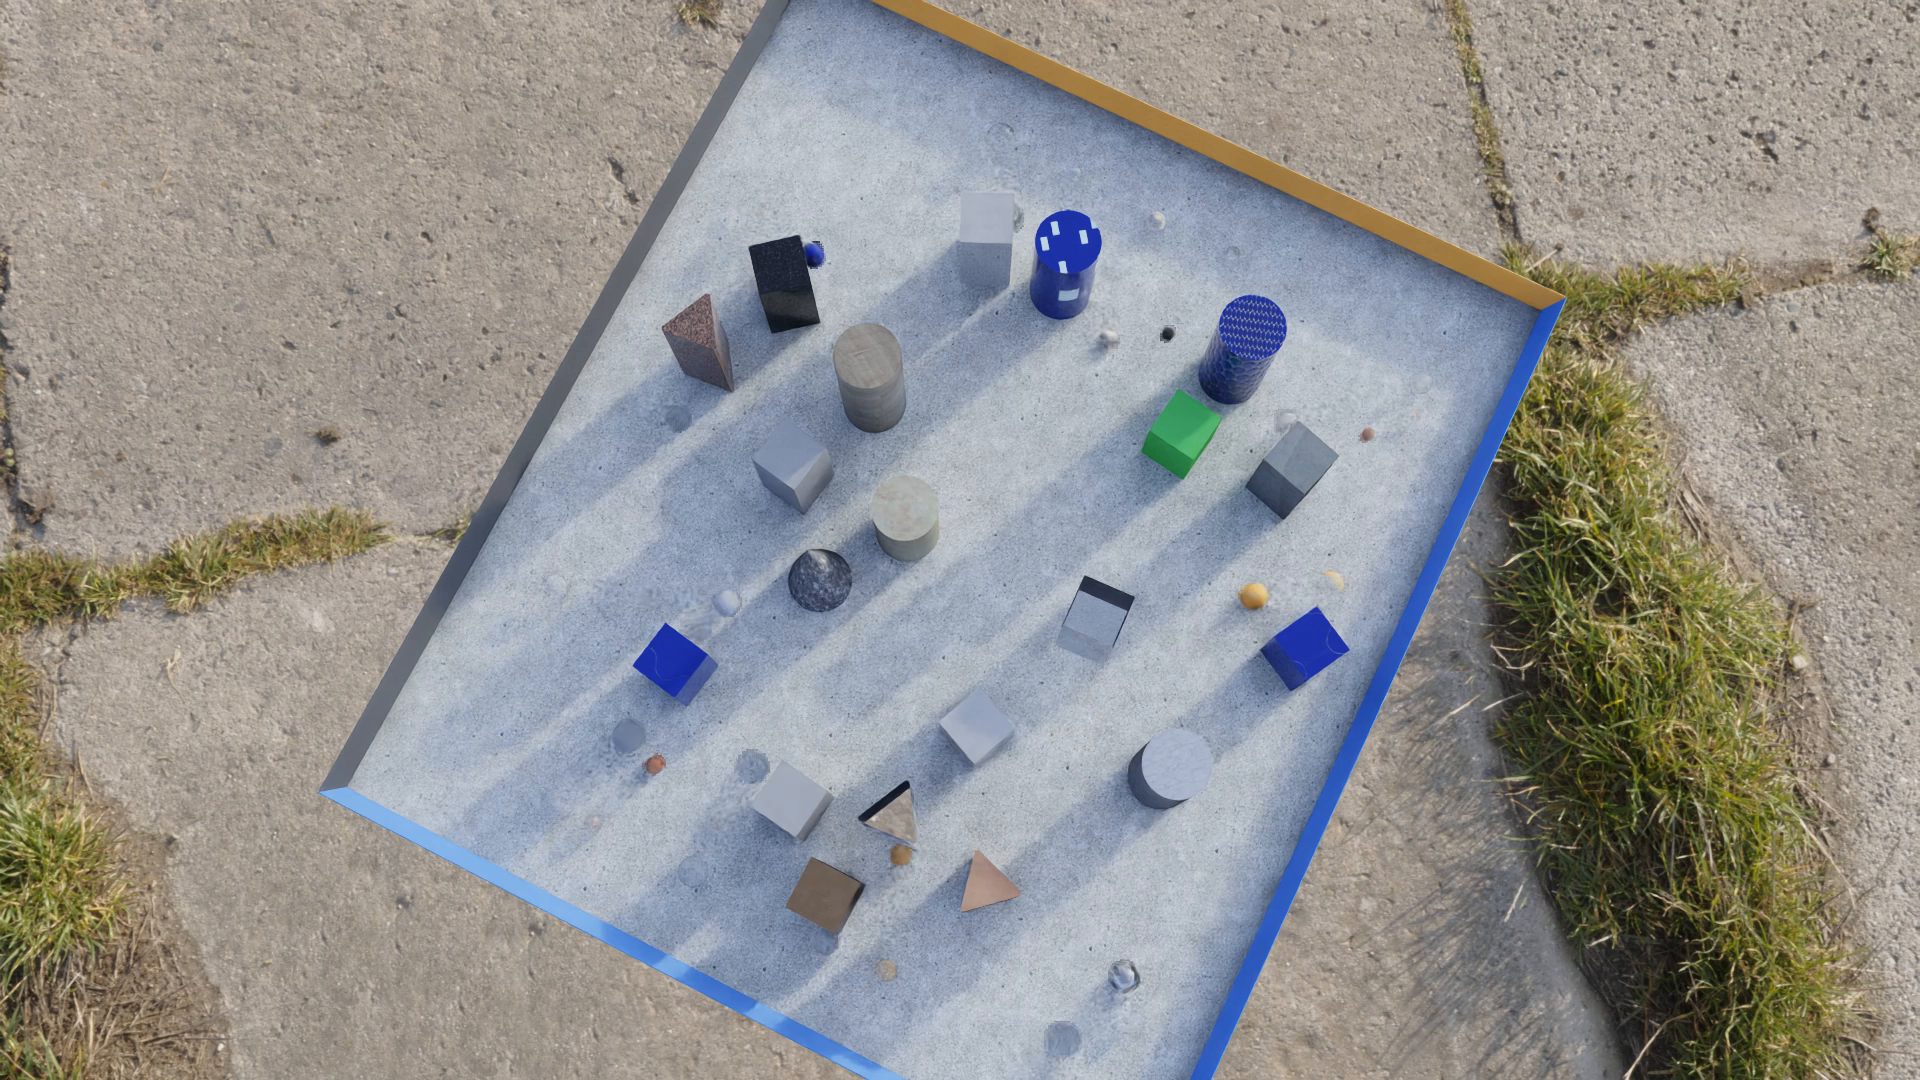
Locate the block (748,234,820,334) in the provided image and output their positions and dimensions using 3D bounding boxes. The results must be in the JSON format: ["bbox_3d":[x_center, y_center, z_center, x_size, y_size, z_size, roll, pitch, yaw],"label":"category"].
[{"bbox_3d":[-0.533,-0.776,5.592,0.157,0.363,0.157,-13,79,-3],"label":"block"}]

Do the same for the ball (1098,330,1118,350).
[{"bbox_3d":[0.460,-0.621,5.713,0.063,0.063,0.063,0,78,0],"label":"ball"}]

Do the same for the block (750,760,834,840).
[{"bbox_3d":[-0.482,0.758,5.310,0.157,0.294,0.157,34,80,7],"label":"block"}]

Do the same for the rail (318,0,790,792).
[{"bbox_3d":[-1.172,-0.567,5.668,0.045,0.127,3.028,26,80,5],"label":"rail"}]

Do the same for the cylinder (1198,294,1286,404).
[{"bbox_3d":[0.842,-0.564,5.495,0.196,0.468,0.196,0,78,0],"label":"cylinder"}]

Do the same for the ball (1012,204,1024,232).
[{"bbox_3d":[0.151,-1.015,5.772,0.096,0.096,0.096,0,78,0],"label":"ball"}]

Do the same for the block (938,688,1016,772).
[{"bbox_3d":[0.049,0.556,5.366,0.157,0.265,0.157,-39,81,-7],"label":"block"}]

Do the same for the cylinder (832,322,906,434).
[{"bbox_3d":[-0.265,-0.477,5.466,0.196,0.488,0.196,0,78,0],"label":"cylinder"}]

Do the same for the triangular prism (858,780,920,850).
[{"bbox_3d":[-0.171,0.769,5.209,0.170,0.486,0.147,22,79,4],"label":"triangular prism"}]

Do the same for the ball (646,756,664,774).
[{"bbox_3d":[-0.908,0.670,5.449,0.055,0.055,0.055,0,78,0],"label":"ball"}]

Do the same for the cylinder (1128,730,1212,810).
[{"bbox_3d":[0.598,0.662,5.256,0.196,0.437,0.196,0,78,0],"label":"cylinder"}]

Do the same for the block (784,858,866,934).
[{"bbox_3d":[-0.383,1.020,5.257,0.157,0.290,0.157,27,80,5],"label":"block"}]

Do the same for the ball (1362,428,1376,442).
[{"bbox_3d":[1.261,-0.327,5.662,0.043,0.043,0.043,0,78,0],"label":"ball"}]

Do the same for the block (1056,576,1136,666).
[{"bbox_3d":[0.393,0.239,5.369,0.157,0.388,0.157,24,79,5],"label":"block"}]

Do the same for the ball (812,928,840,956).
[{"bbox_3d":[-0.389,1.168,5.335,0.078,0.078,0.078,0,78,0],"label":"ball"}]

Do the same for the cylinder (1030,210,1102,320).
[{"bbox_3d":[0.317,-0.831,5.573,0.196,0.421,0.196,0,78,0],"label":"cylinder"}]

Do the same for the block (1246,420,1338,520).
[{"bbox_3d":[0.990,-0.204,5.481,0.157,0.349,0.157,42,81,8],"label":"block"}]

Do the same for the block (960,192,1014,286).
[{"bbox_3d":[0.080,-0.920,5.621,0.157,0.365,0.157,2,78,0],"label":"block"}]

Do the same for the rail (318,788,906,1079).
[{"bbox_3d":[-0.666,1.312,5.279,2.669,0.127,0.045,26,80,5],"label":"rail"}]

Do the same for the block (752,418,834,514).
[{"bbox_3d":[-0.496,-0.217,5.489,0.157,0.339,0.157,36,81,7],"label":"block"}]

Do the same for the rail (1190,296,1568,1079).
[{"bbox_3d":[1.172,0.581,5.430,0.045,0.127,3.028,26,80,5],"label":"rail"}]

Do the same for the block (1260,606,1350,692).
[{"bbox_3d":[1.016,0.324,5.418,0.157,0.258,0.157,-34,80,-7],"label":"block"}]

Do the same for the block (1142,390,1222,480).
[{"bbox_3d":[0.670,-0.318,5.553,0.157,0.253,0.157,34,80,7],"label":"block"}]

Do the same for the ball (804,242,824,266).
[{"bbox_3d":[-0.463,-0.897,5.764,0.075,0.075,0.075,0,78,0],"label":"ball"}]

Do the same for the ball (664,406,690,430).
[{"bbox_3d":[-0.873,-0.375,5.655,0.078,0.078,0.078,0,78,0],"label":"ball"}]

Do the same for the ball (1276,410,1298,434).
[{"bbox_3d":[1.009,-0.365,5.656,0.071,0.071,0.071,0,78,0],"label":"ball"}]

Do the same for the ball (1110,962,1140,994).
[{"bbox_3d":[0.478,1.268,5.310,0.087,0.087,0.087,0,78,0],"label":"ball"}]

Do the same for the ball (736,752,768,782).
[{"bbox_3d":[-0.615,0.674,5.430,0.092,0.092,0.092,0,78,0],"label":"ball"}]

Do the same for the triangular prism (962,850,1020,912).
[{"bbox_3d":[0.066,0.961,5.214,0.170,0.398,0.147,-15,79,-3],"label":"triangular prism"}]

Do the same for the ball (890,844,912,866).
[{"bbox_3d":[-0.174,0.926,5.386,0.065,0.065,0.065,0,78,0],"label":"ball"}]

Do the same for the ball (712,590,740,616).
[{"bbox_3d":[-0.706,0.189,5.537,0.080,0.080,0.080,0,78,0],"label":"ball"}]

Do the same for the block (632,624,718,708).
[{"bbox_3d":[-0.838,0.372,5.416,0.157,0.241,0.157,36,81,7],"label":"block"}]

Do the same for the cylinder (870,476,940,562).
[{"bbox_3d":[-0.161,-0.061,5.469,0.196,0.315,0.196,0,78,0],"label":"cylinder"}]

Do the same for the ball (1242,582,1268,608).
[{"bbox_3d":[0.890,0.169,5.541,0.079,0.079,0.079,0,78,0],"label":"ball"}]

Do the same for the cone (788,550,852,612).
[{"bbox_3d":[-0.426,0.075,5.358,0.196,0.476,0.196,0,78,0],"label":"cone"}]

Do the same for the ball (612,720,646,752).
[{"bbox_3d":[-0.985,0.584,5.446,0.097,0.097,0.097,0,78,0],"label":"ball"}]

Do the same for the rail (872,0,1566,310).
[{"bbox_3d":[0.666,-1.298,5.819,2.669,0.127,0.045,26,80,5],"label":"rail"}]

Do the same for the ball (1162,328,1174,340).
[{"bbox_3d":[0.651,-0.644,5.728,0.042,0.042,0.042,0,78,0],"label":"ball"}]

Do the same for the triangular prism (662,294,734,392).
[{"bbox_3d":[-0.758,-0.605,5.520,0.170,0.435,0.147,21,79,4],"label":"triangular prism"}]

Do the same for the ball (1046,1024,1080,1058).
[{"bbox_3d":[0.296,1.440,5.269,0.098,0.098,0.098,0,78,0],"label":"ball"}]
